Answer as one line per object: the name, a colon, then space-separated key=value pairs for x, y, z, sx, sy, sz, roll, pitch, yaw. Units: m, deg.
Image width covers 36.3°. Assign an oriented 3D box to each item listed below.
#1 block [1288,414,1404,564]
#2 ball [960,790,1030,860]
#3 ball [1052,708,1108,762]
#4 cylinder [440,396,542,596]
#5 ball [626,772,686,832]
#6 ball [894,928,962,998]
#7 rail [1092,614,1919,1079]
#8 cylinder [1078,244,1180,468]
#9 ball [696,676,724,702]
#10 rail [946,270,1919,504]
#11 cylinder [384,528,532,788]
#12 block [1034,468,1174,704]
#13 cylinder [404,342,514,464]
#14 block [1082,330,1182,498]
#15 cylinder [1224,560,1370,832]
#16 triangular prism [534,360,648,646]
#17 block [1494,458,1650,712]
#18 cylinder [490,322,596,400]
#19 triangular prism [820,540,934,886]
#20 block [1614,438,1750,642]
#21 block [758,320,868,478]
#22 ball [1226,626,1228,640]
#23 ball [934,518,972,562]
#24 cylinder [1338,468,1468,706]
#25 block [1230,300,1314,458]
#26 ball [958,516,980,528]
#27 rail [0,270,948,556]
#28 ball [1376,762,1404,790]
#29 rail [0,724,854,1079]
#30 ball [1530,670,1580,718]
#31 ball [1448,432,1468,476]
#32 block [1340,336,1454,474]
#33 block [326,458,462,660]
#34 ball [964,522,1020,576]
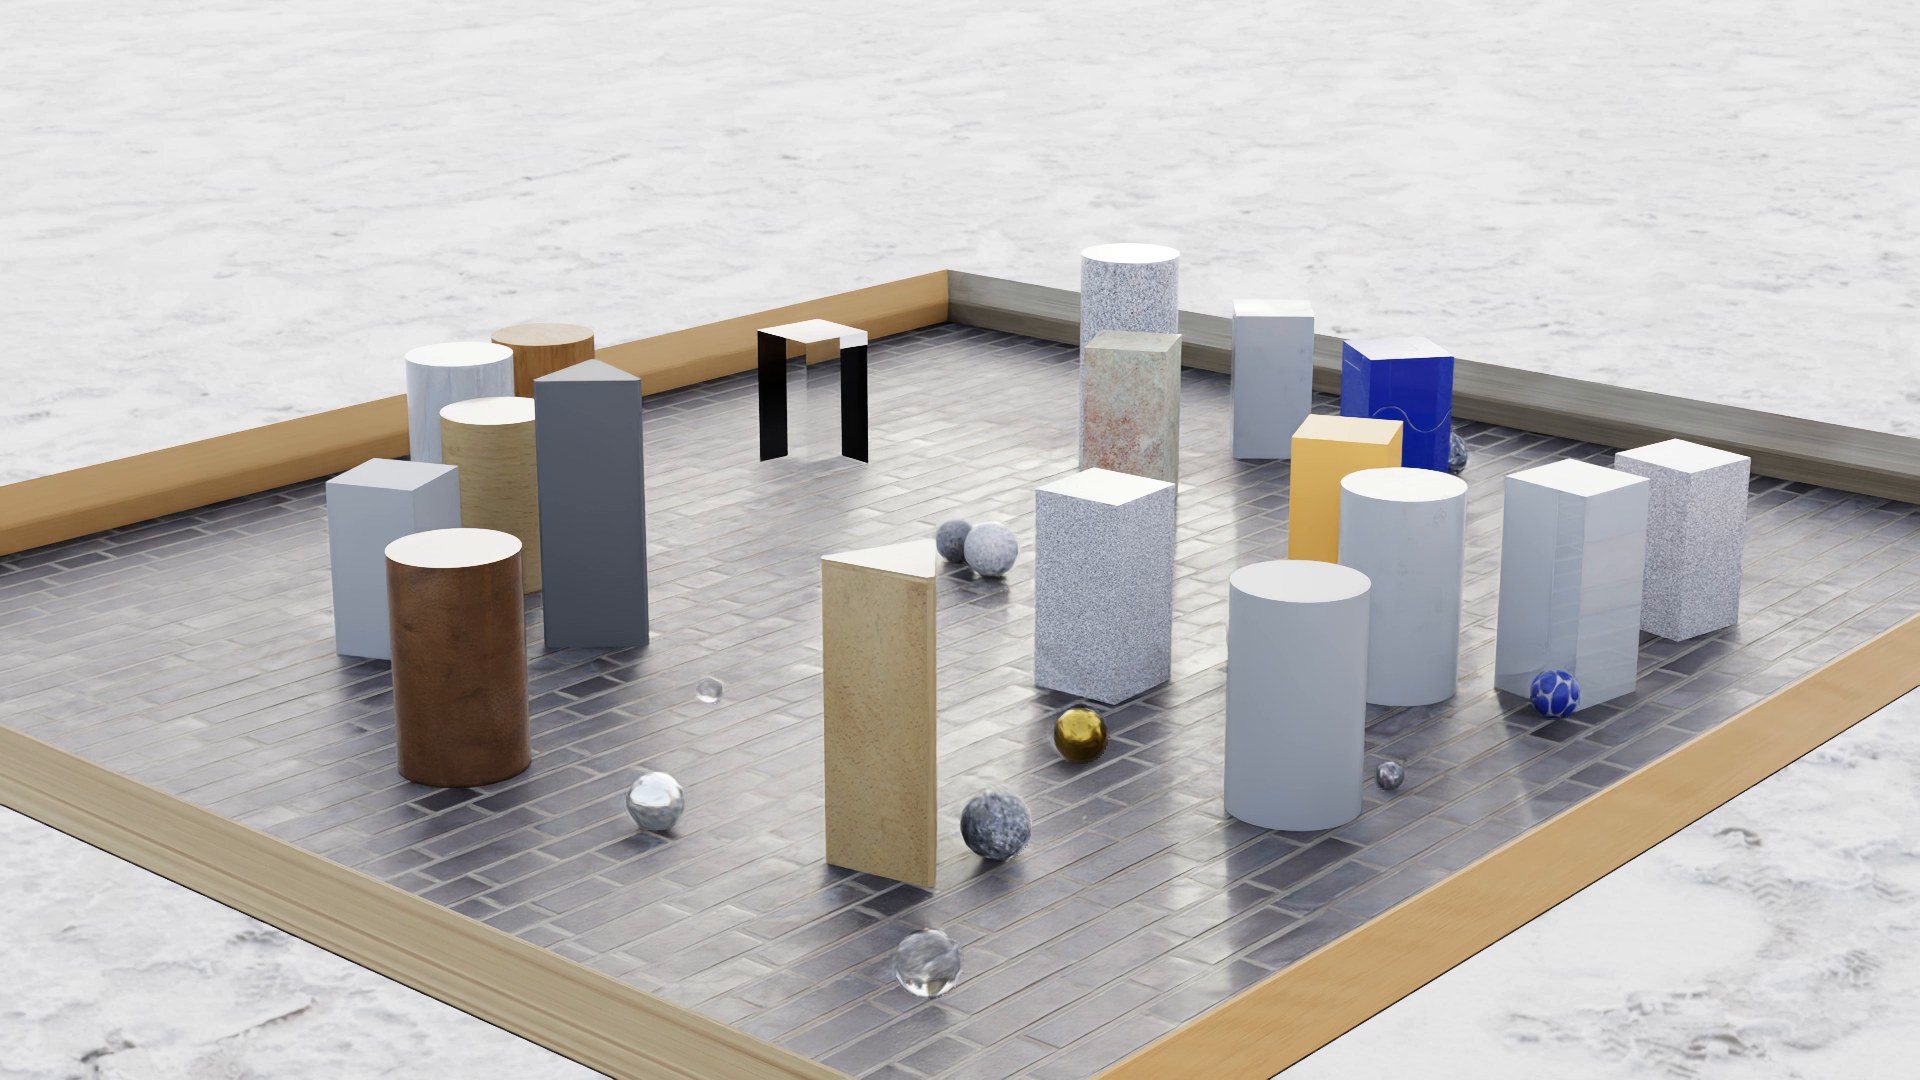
block: x=0.639 y=-0.013 z=4.878 sx=0.157 sy=0.355 sz=0.157 roll=5 pitch=18 yaw=16
ball: x=0.048 y=0.388 z=3.997 sx=0.096 sy=0.096 sz=0.096 roll=0 pitch=17 yaw=0
ball: x=0.178 y=0.289 z=4.352 sx=0.081 sy=0.081 sz=0.081 roll=0 pitch=17 yaw=0
cylinder: x=-0.809 y=-0.077 z=5.167 sx=0.196 sy=0.311 sz=0.196 roll=0 pitch=17 yaw=0
ball: x=-0.425 y=0.366 z=4.096 sx=0.082 sy=0.082 sz=0.082 roll=0 pitch=17 yaw=0
ball: x=-0.039 y=0.517 z=3.589 sx=0.084 sy=0.084 sz=0.084 roll=0 pitch=17 yaw=0
rail: x=1.094 y=0.306 z=4.211 sx=0.045 sy=0.128 sz=3.292 roll=14 pitch=22 yaw=39
cylinder: x=0.339 y=-0.363 z=5.902 sx=0.196 sy=0.435 sz=0.196 roll=0 pitch=17 yaw=0
ball: x=-0.392 y=0.235 z=4.600 sx=0.041 sy=0.041 sz=0.041 roll=0 pitch=17 yaw=0
rail: x=1.063 y=-0.322 z=6.293 sx=2.944 sy=0.128 sz=0.045 roll=14 pitch=22 yaw=39
cylinder: x=-0.734 y=0.172 z=4.301 sx=0.196 sy=0.335 sz=0.196 roll=0 pitch=17 yaw=0
block: x=0.228 y=0.071 z=4.652 sx=0.157 sy=0.325 sz=0.157 roll=13 pitch=21 yaw=36
cylinder: x=-0.920 y=-0.176 z=5.436 sx=0.196 sy=0.346 sz=0.196 roll=0 pitch=17 yaw=0
block: x=0.332 y=-0.229 z=5.657 sx=0.157 sy=0.318 sz=0.157 roll=4 pitch=17 yaw=14
cylinder: x=0.475 y=0.218 z=4.146 sx=0.196 sy=0.336 sz=0.196 roll=0 pitch=17 yaw=0
triangular prism: x=-0.606 y=-0.062 z=4.871 sx=0.170 sy=0.454 sz=0.147 roll=-1 pitch=17 yaw=-2
block: x=0.962 y=0.070 z=4.614 sx=0.157 sy=0.349 sz=0.157 roll=-14 pitch=22 yaw=-38
cylinder: x=-0.800 y=-0.237 z=5.665 sx=0.196 sy=0.329 sz=0.196 roll=0 pitch=17 yaw=0
triangular prism: x=-0.073 y=0.225 z=3.953 sx=0.170 sy=0.434 sz=0.147 roll=10 pitch=19 yaw=29
block: x=1.211 y=-0.002 z=4.952 sx=0.157 sy=0.291 sz=0.157 roll=-13 pitch=21 yaw=-36
block: x=-0.297 y=-0.289 z=5.933 sx=0.157 sy=0.275 sz=0.157 roll=-14 pitch=22 yaw=-39
ball: x=0.473 y=0.154 z=4.816 sx=0.072 sy=0.072 sz=0.072 roll=0 pitch=17 yaw=0
ball: x=-0.008 y=0.000 z=5.316 sx=0.077 sy=0.077 sz=0.077 roll=0 pitch=17 yaw=0
cylinder: x=0.694 y=0.072 z=4.633 sx=0.196 sy=0.333 sz=0.196 roll=0 pitch=17 yaw=0
block: x=0.640 y=-0.332 z=6.036 sx=0.157 sy=0.298 sz=0.157 roll=1 pitch=17 yaw=2
ball: x=0.009 y=-0.006 z=5.378 sx=0.076 sy=0.076 sz=0.076 roll=0 pitch=17 yaw=0
rail: x=-1.094 y=-0.242 z=6.029 sx=0.045 sy=0.128 sz=3.292 roll=14 pitch=22 yaw=39
ball: x=0.623 y=0.342 z=4.247 sx=0.041 sy=0.041 sz=0.041 roll=0 pitch=17 yaw=0
rail: x=-1.063 y=0.385 z=3.947 sx=2.944 sy=0.128 sz=0.045 roll=14 pitch=22 yaw=39
ball: x=0.919 y=0.238 z=4.530 sx=0.076 sy=0.076 sz=0.076 roll=0 pitch=17 yaw=0
ball: x=0.963 y=-0.169 z=5.842 sx=0.098 sy=0.098 sz=0.098 roll=0 pitch=17 yaw=0
block: x=0.797 y=-0.174 z=5.391 sx=0.157 sy=0.367 sz=0.157 roll=-3 pitch=17 yaw=-11
block: x=-0.927 y=0.033 z=4.834 sx=0.157 sy=0.293 sz=0.157 roll=5 pitch=18 yaw=18
ball: x=0.056 y=0.016 z=5.229 sx=0.098 sy=0.098 sz=0.098 roll=0 pitch=17 yaw=0
